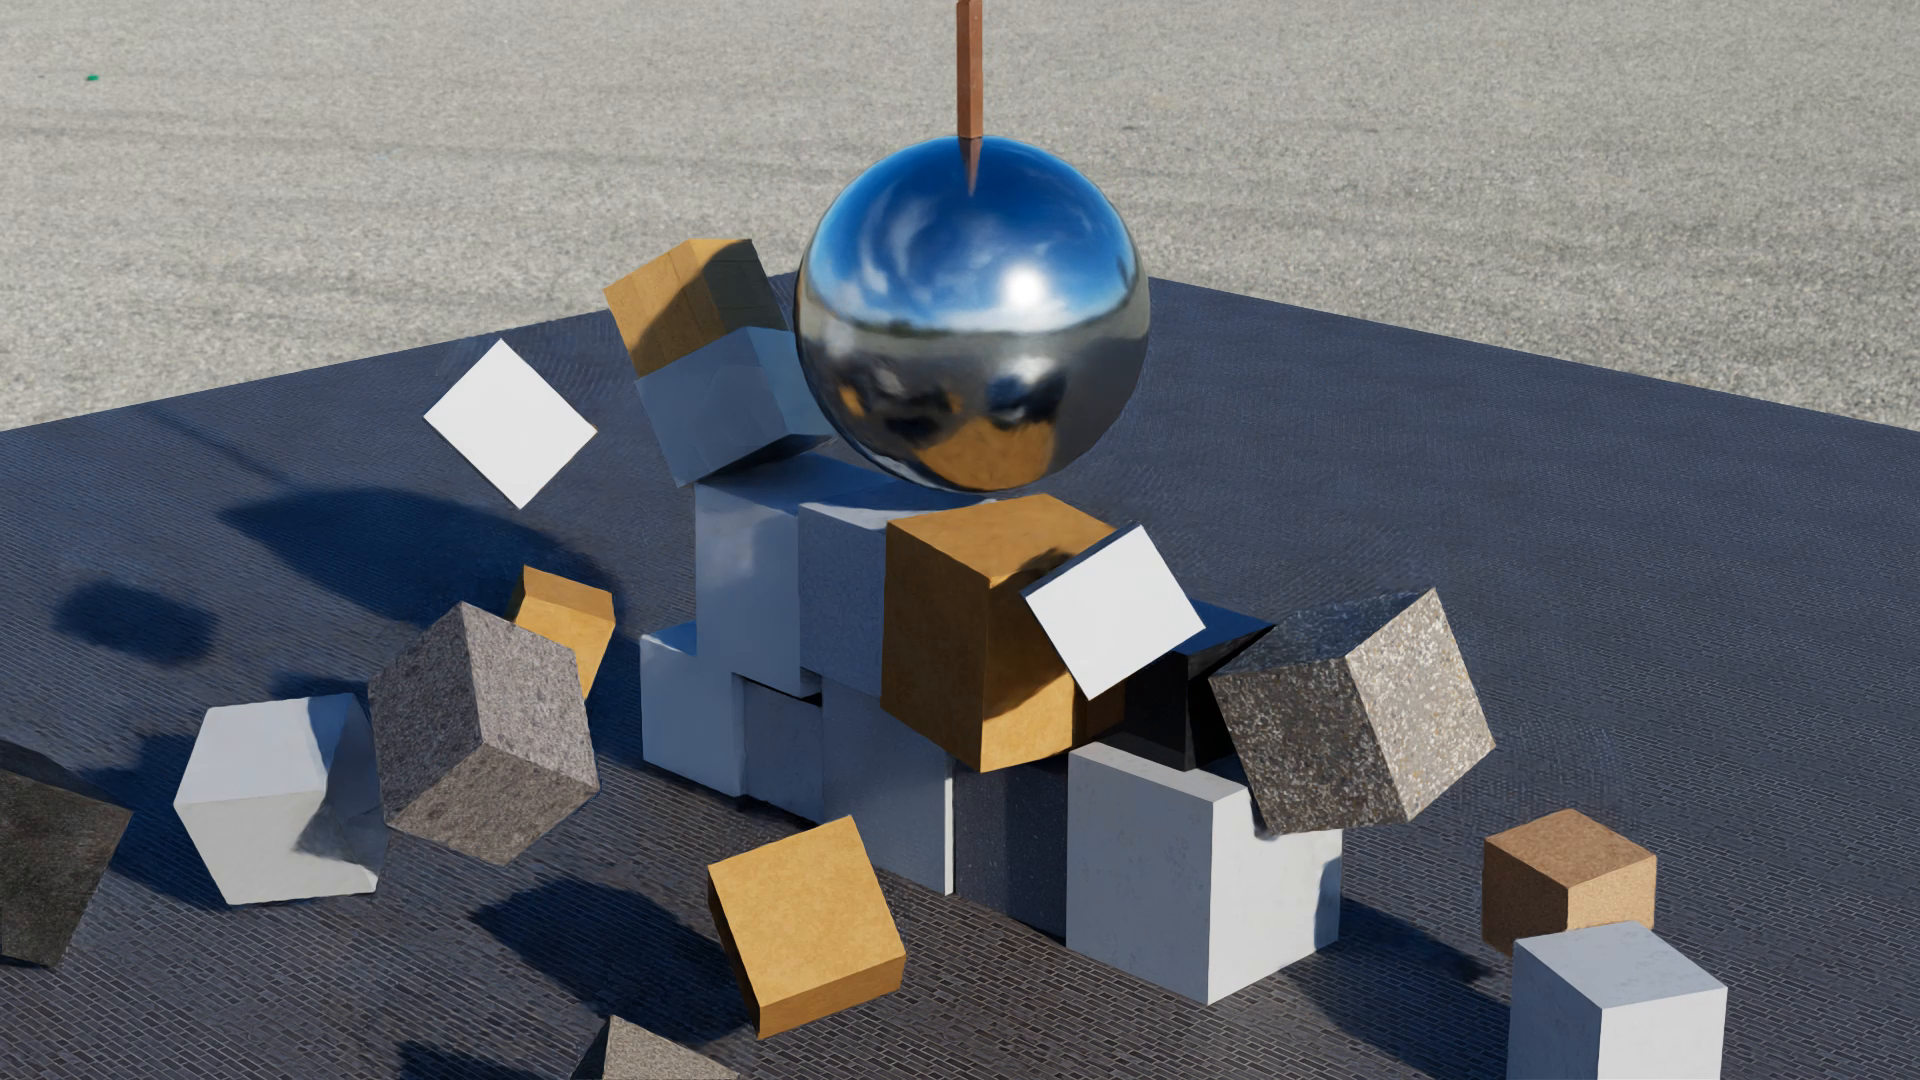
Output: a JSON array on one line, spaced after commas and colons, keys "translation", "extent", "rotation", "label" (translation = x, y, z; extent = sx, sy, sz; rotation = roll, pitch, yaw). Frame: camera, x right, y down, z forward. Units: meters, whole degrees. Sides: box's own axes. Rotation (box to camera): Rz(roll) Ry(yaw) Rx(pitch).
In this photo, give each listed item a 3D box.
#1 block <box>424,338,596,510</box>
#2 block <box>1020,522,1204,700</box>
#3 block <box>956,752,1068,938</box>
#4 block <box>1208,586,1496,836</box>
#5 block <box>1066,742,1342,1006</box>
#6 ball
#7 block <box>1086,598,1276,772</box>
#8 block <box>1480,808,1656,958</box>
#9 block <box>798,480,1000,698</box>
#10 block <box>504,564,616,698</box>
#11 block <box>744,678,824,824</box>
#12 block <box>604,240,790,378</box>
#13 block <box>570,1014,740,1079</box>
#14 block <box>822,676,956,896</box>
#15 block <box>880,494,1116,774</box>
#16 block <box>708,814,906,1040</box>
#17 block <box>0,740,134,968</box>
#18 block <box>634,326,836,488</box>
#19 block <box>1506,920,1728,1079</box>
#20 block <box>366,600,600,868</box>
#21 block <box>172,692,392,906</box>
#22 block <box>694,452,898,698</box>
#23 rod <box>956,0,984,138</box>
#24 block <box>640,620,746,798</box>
[{"translation": [-1.948, -0.496, 12.686], "extent": [0.463, 0.562, 0.590], "rotation": [-46, 8, -6], "label": "block"}, {"translation": [0.609, 0.281, 11.889], "extent": [0.546, 0.483, 0.466], "rotation": [-32, 3, -1], "label": "block"}, {"translation": [0.516, 1.237, 13.158], "extent": [0.731, 0.750, 0.780], "rotation": [16, 24, 42], "label": "block"}, {"translation": [1.605, 0.704, 12.004], "extent": [0.720, 0.722, 0.685], "rotation": [-12, 14, 46], "label": "block"}, {"translation": [1.056, 1.322, 12.619], "extent": [0.796, 0.911, 0.888], "rotation": [16, 24, 42], "label": "block"}, {"translation": [0.052, -1.005, 13.081], "extent": [1.600, 1.600, 1.600], "rotation": [0, 17, 0], "label": "ball"}, {"translation": [0.939, 0.603, 12.518], "extent": [0.558, 0.521, 0.566], "rotation": [-16, 24, -42], "label": "block"}, {"translation": [2.438, 1.435, 11.770], "extent": [0.459, 0.460, 0.498], "rotation": [-15, 25, -28], "label": "block"}, {"translation": [-0.234, 0.221, 13.522], "extent": [0.735, 0.787, 0.712], "rotation": [-15, 23, -39], "label": "block"}, {"translation": [-1.848, 0.416, 13.360], "extent": [0.428, 0.384, 0.398], "rotation": [19, 15, -16], "label": "block"}, {"translation": [-0.596, 0.967, 14.265], "extent": [0.605, 0.601, 0.673], "rotation": [-17, 24, -42], "label": "block"}, {"translation": [-1.286, -1.120, 14.307], "extent": [0.557, 0.498, 0.553], "rotation": [-26, -8, 28], "label": "block"}, {"translation": [-1.116, 2.073, 10.252], "extent": [0.515, 0.452, 0.518], "rotation": [28, 20, -14], "label": "block"}, {"translation": [-0.068, 1.031, 13.659], "extent": [0.794, 0.842, 0.832], "rotation": [-16, 24, -42], "label": "block"}, {"translation": [0.236, 0.390, 12.854], "extent": [0.843, 0.885, 0.804], "rotation": [-10, 23, -32], "label": "block"}, {"translation": [-0.603, 1.508, 11.390], "extent": [0.590, 0.589, 0.513], "rotation": [-19, -21, -12], "label": "block"}, {"translation": [-4.125, 1.260, 12.370], "extent": [0.723, 0.730, 0.726], "rotation": [22, -5, 37], "label": "block"}, {"translation": [-1.084, -0.635, 14.230], "extent": [0.633, 0.563, 0.604], "rotation": [-25, -7, 18], "label": "block"}, {"translation": [2.508, 1.906, 11.245], "extent": [0.539, 0.621, 0.632], "rotation": [-6, 18, -19], "label": "block"}, {"translation": [-1.955, 0.798, 11.992], "extent": [0.614, 0.606, 0.734], "rotation": [28, 33, -41], "label": "block"}, {"translation": [-2.913, 1.129, 12.762], "extent": [0.680, 0.642, 0.582], "rotation": [-6, 41, 11], "label": "block"}, {"translation": [-0.743, 0.155, 14.166], "extent": [0.756, 0.896, 0.749], "rotation": [-17, 25, -42], "label": "block"}, {"translation": [0.023, -4.239, 12.033], "extent": [0.080, 5.200, 0.080], "rotation": [17, 25, 42], "label": "rod"}, {"translation": [-1.085, 0.791, 14.729], "extent": [0.754, 0.660, 0.700], "rotation": [-17, 24, -42], "label": "block"}]
